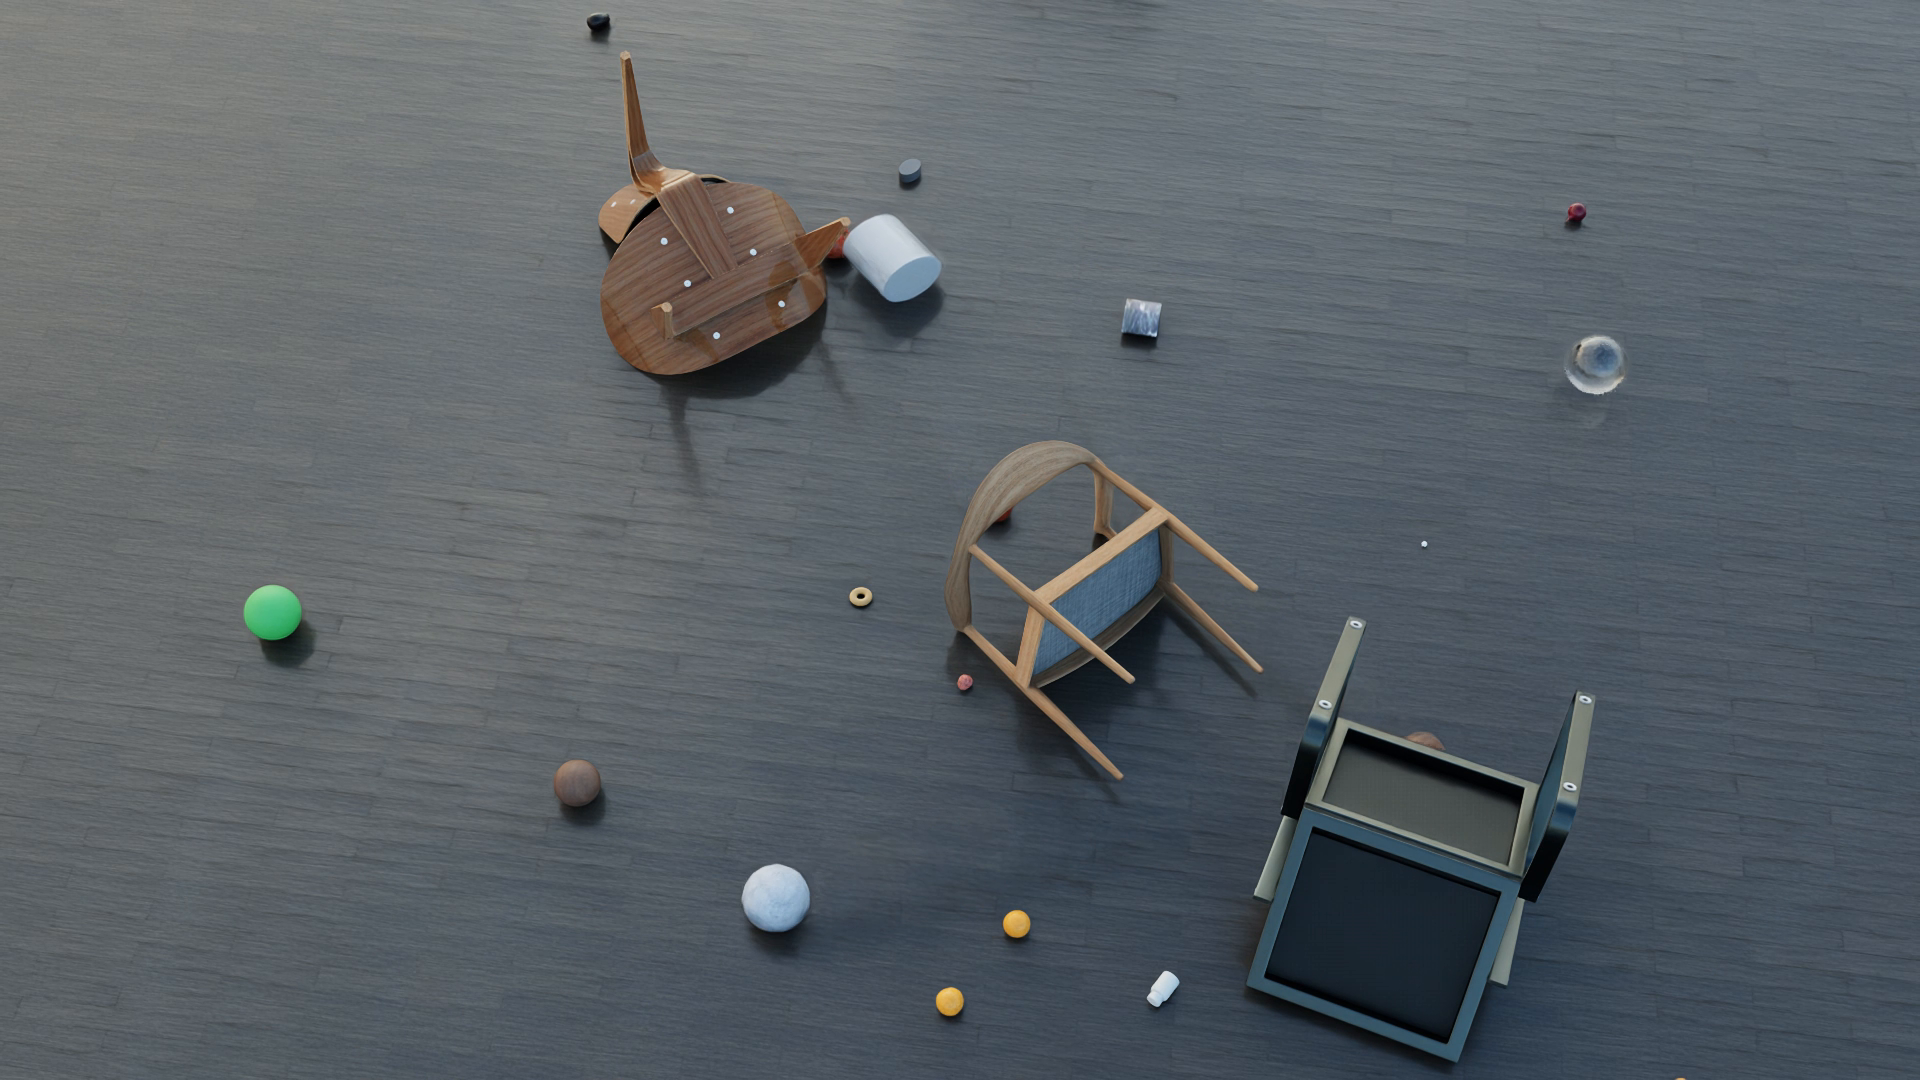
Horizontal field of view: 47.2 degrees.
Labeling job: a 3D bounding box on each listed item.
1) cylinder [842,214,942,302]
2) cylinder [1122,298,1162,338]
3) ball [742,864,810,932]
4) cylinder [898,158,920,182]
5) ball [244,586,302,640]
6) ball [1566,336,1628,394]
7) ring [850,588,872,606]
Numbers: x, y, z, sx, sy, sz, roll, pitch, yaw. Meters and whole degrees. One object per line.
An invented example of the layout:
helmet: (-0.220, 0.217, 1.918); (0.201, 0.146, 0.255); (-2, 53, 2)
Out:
cylinder: (-0.218, -0.907, 7.072); (0.235, 0.177, 0.224); (-21, 56, -36)
cylinder: (0.579, -0.707, 7.000); (0.111, 0.080, 0.121); (9, 60, 6)
ball: (-0.487, 0.950, 5.829); (0.179, 0.179, 0.179); (0, 56, 0)
cylinder: (-0.168, -1.240, 7.383); (0.084, 0.038, 0.060); (-39, 65, -23)
ball: (-1.980, 0.210, 6.337); (0.160, 0.160, 0.160); (0, 56, 0)
ball: (1.976, -0.544, 6.829); (0.184, 0.184, 0.184); (0, 56, 0)
ring: (-0.291, 0.166, 6.450); (0.068, 0.021, 0.061); (-5, 57, -4)
